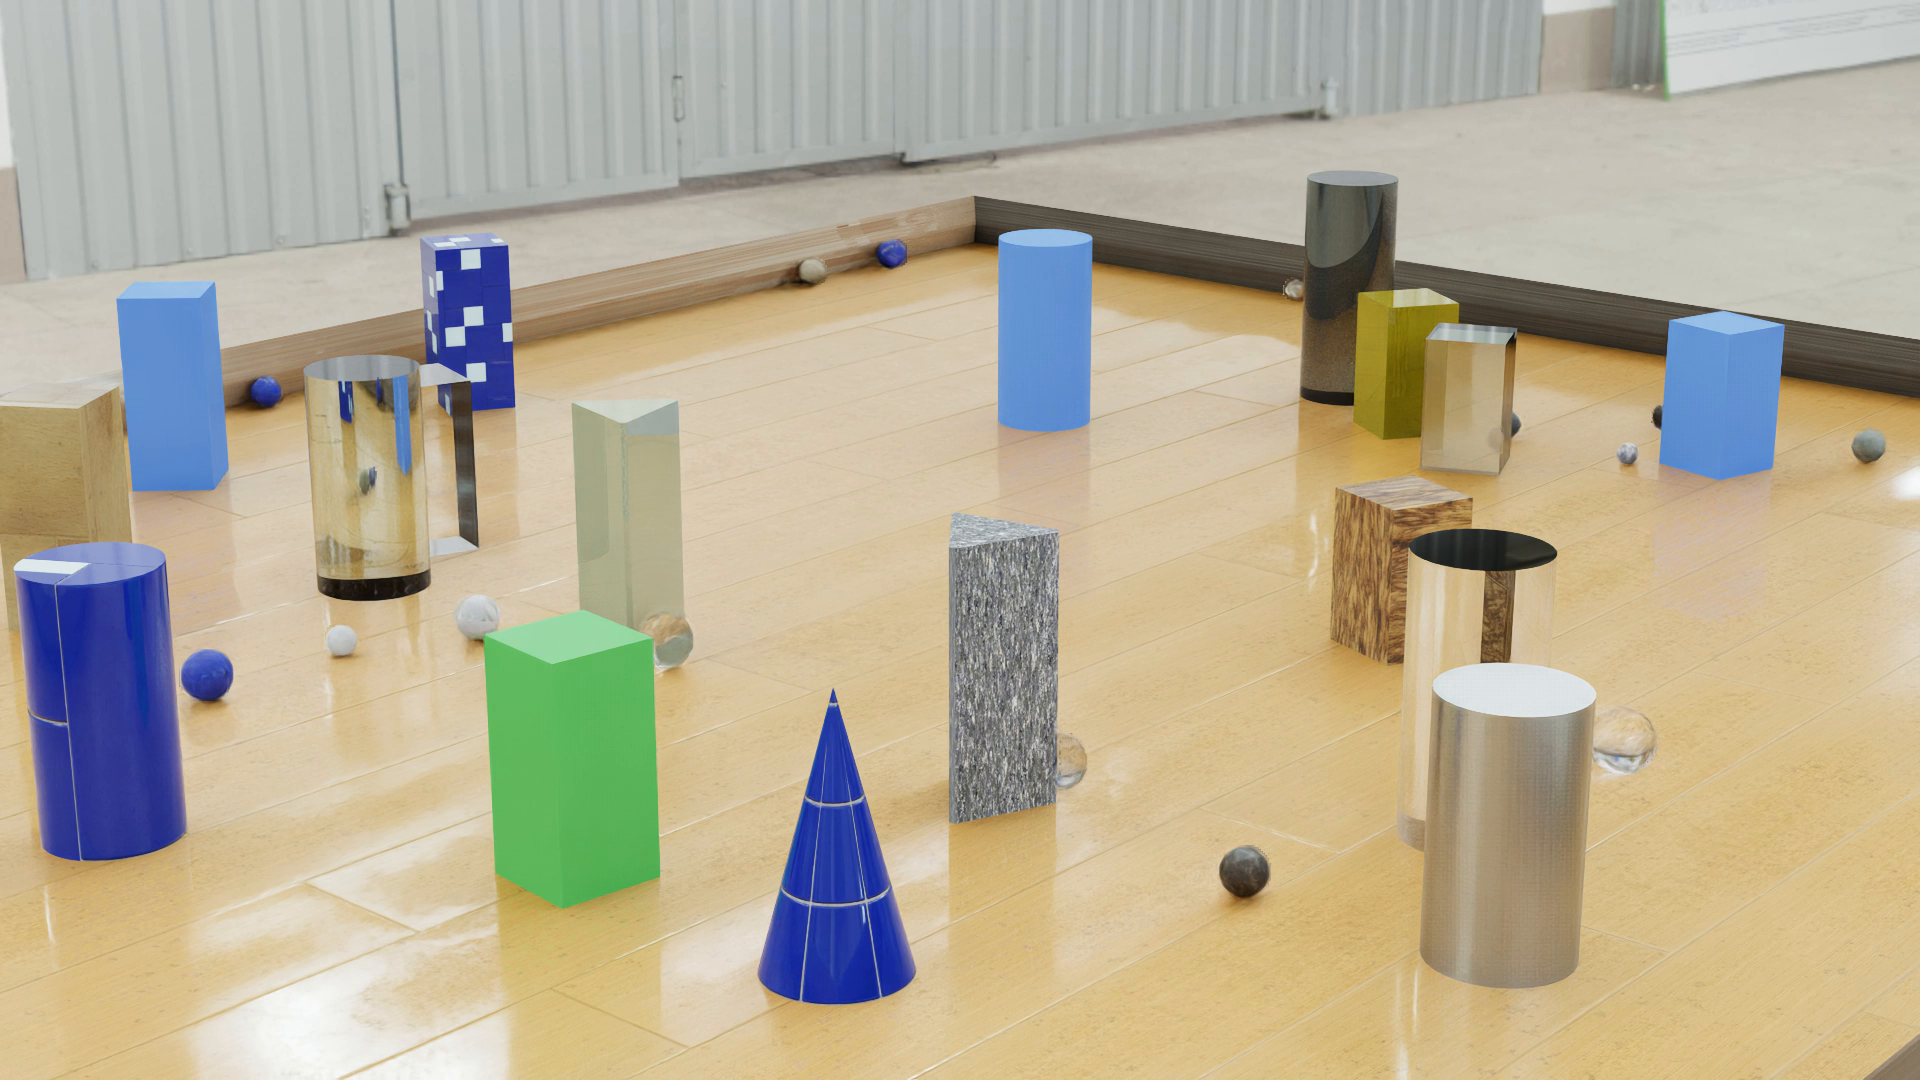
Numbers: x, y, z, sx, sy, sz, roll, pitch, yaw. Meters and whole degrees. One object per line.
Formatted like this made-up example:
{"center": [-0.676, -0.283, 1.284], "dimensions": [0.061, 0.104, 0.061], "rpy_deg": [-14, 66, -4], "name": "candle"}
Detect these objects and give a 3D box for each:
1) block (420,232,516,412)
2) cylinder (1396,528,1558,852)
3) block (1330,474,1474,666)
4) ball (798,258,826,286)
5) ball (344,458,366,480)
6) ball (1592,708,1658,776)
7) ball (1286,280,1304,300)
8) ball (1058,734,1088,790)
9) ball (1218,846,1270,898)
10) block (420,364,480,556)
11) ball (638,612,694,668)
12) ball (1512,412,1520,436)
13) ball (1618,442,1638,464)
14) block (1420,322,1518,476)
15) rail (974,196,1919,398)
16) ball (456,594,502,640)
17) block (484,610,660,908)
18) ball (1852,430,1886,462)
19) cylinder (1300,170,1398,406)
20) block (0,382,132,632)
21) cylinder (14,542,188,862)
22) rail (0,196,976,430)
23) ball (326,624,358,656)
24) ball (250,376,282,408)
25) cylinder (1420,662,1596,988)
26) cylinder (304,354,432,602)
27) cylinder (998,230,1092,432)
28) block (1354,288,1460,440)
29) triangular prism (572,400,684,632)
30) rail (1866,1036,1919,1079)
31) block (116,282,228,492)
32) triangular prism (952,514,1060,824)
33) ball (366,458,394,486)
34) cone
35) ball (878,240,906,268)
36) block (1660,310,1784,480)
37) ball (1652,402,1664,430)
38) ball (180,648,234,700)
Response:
{"center": [-1.076, -0.476, 6.412], "dimensions": [0.159, 0.360, 0.159], "rpy_deg": [-7, 18, -21], "name": "block"}
{"center": [0.709, 0.211, 4.035], "dimensions": [0.199, 0.414, 0.199], "rpy_deg": [0, 17, 0], "name": "cylinder"}
{"center": [0.727, 0.048, 4.838], "dimensions": [0.159, 0.264, 0.159], "rpy_deg": [-9, 19, -28], "name": "block"}
{"center": [-0.386, -0.699, 7.656], "dimensions": [0.069, 0.069, 0.069], "rpy_deg": [0, 17, 0], "name": "ball"}
{"center": [-1.207, -0.142, 5.852], "dimensions": [0.043, 0.043, 0.043], "rpy_deg": [0, 17, 0], "name": "ball"}
{"center": [0.972, 0.295, 4.303], "dimensions": [0.099, 0.099, 0.099], "rpy_deg": [0, 17, 0], "name": "ball"}
{"center": [0.857, -0.638, 7.482], "dimensions": [0.052, 0.052, 0.052], "rpy_deg": [0, 17, 0], "name": "ball"}
{"center": [0.144, 0.321, 4.245], "dimensions": [0.082, 0.082, 0.082], "rpy_deg": [0, 17, 0], "name": "ball"}
{"center": [0.376, 0.439, 3.880], "dimensions": [0.067, 0.067, 0.067], "rpy_deg": [0, 17, 0], "name": "ball"}
{"center": [-0.995, -0.144, 5.381], "dimensions": [0.159, 0.319, 0.159], "rpy_deg": [-10, 19, -29], "name": "block"}
{"center": [-0.478, 0.163, 4.754], "dimensions": [0.093, 0.093, 0.093], "rpy_deg": [0, 17, 0], "name": "ball"}
{"center": [1.152, -0.243, 6.167], "dimensions": [0.055, 0.055, 0.055], "rpy_deg": [0, 17, 0], "name": "ball"}
{"center": [1.359, -0.177, 5.966], "dimensions": [0.043, 0.043, 0.043], "rpy_deg": [0, 17, 0], "name": "ball"}
{"center": [1.029, -0.286, 5.936], "dimensions": [0.159, 0.270, 0.159], "rpy_deg": [5, 18, 18], "name": "block"}
{"center": [1.603, -0.500, 6.887], "dimensions": [4.183, 0.129, 0.045], "rpy_deg": [14, 22, 39], "name": "rail"}
{"center": [-0.804, 0.129, 4.895], "dimensions": [0.075, 0.075, 0.075], "rpy_deg": [0, 17, 0], "name": "ball"}
{"center": [-0.516, 0.289, 3.906], "dimensions": [0.159, 0.340, 0.159], "rpy_deg": [-14, 22, -40], "name": "block"}
{"center": [1.852, -0.191, 5.975], "dimensions": [0.066, 0.066, 0.066], "rpy_deg": [0, 17, 0], "name": "ball"}
{"center": [0.855, -0.556, 6.457], "dimensions": [0.199, 0.486, 0.199], "rpy_deg": [0, 17, 0], "name": "cylinder"}
{"center": [-1.512, -0.053, 4.948], "dimensions": [0.159, 0.394, 0.159], "rpy_deg": [3, 17, 9], "name": "block"}
{"center": [-1.180, 0.221, 4.036], "dimensions": [0.199, 0.396, 0.199], "rpy_deg": [0, 17, 0], "name": "cylinder"}
{"center": [-1.562, -0.359, 6.418], "dimensions": [0.045, 0.129, 4.937], "rpy_deg": [14, 22, 39], "name": "rail"}
{"center": [-1.016, 0.165, 4.820], "dimensions": [0.051, 0.051, 0.051], "rpy_deg": [0, 17, 0], "name": "ball"}
{"center": [-1.516, -0.323, 6.412], "dimensions": [0.067, 0.067, 0.067], "rpy_deg": [0, 17, 0], "name": "ball"}
{"center": [0.682, 0.354, 3.660], "dimensions": [0.199, 0.356, 0.199], "rpy_deg": [0, 17, 0], "name": "cylinder"}
{"center": [-1.037, -0.110, 5.139], "dimensions": [0.199, 0.393, 0.199], "rpy_deg": [0, 17, 0], "name": "cylinder"}
{"center": [0.181, -0.449, 6.256], "dimensions": [0.199, 0.397, 0.199], "rpy_deg": [0, 17, 0], "name": "cylinder"}
{"center": [0.943, -0.374, 6.205], "dimensions": [0.159, 0.283, 0.159], "rpy_deg": [-5, 17, -15], "name": "block"}
{"center": [-0.530, -0.033, 4.880], "dimensions": [0.149, 0.394, 0.172], "rpy_deg": [-12, 20, -34], "name": "triangular prism"}
{"center": [1.562, 0.423, 3.822], "dimensions": [0.045, 0.129, 4.937], "rpy_deg": [14, 22, 39], "name": "rail"}
{"center": [-1.554, -0.305, 5.798], "dimensions": [0.159, 0.386, 0.159], "rpy_deg": [-1, 17, -3], "name": "block"}
{"center": [0.028, 0.174, 4.173], "dimensions": [0.172, 0.405, 0.149], "rpy_deg": [-9, 19, -27], "name": "triangular prism"}
{"center": [-1.149, -0.135, 5.809], "dimensions": [0.054, 0.054, 0.054], "rpy_deg": [0, 17, 0], "name": "ball"}
{"center": [-0.154, 0.358, 3.612], "dimensions": [0.199, 0.377, 0.199], "rpy_deg": [0, 17, 0], "name": "cone"}
{"center": [-0.183, -0.767, 7.869], "dimensions": [0.076, 0.076, 0.076], "rpy_deg": [0, 17, 0], "name": "ball"}
{"center": [1.535, -0.293, 5.912], "dimensions": [0.159, 0.297, 0.159], "rpy_deg": [-11, 20, -33], "name": "block"}
{"center": [1.498, -0.261, 6.212], "dimensions": [0.062, 0.062, 0.062], "rpy_deg": [0, 17, 0], "name": "ball"}
{"center": [-1.183, 0.212, 4.609], "dimensions": [0.082, 0.082, 0.082], "rpy_deg": [0, 17, 0], "name": "ball"}
